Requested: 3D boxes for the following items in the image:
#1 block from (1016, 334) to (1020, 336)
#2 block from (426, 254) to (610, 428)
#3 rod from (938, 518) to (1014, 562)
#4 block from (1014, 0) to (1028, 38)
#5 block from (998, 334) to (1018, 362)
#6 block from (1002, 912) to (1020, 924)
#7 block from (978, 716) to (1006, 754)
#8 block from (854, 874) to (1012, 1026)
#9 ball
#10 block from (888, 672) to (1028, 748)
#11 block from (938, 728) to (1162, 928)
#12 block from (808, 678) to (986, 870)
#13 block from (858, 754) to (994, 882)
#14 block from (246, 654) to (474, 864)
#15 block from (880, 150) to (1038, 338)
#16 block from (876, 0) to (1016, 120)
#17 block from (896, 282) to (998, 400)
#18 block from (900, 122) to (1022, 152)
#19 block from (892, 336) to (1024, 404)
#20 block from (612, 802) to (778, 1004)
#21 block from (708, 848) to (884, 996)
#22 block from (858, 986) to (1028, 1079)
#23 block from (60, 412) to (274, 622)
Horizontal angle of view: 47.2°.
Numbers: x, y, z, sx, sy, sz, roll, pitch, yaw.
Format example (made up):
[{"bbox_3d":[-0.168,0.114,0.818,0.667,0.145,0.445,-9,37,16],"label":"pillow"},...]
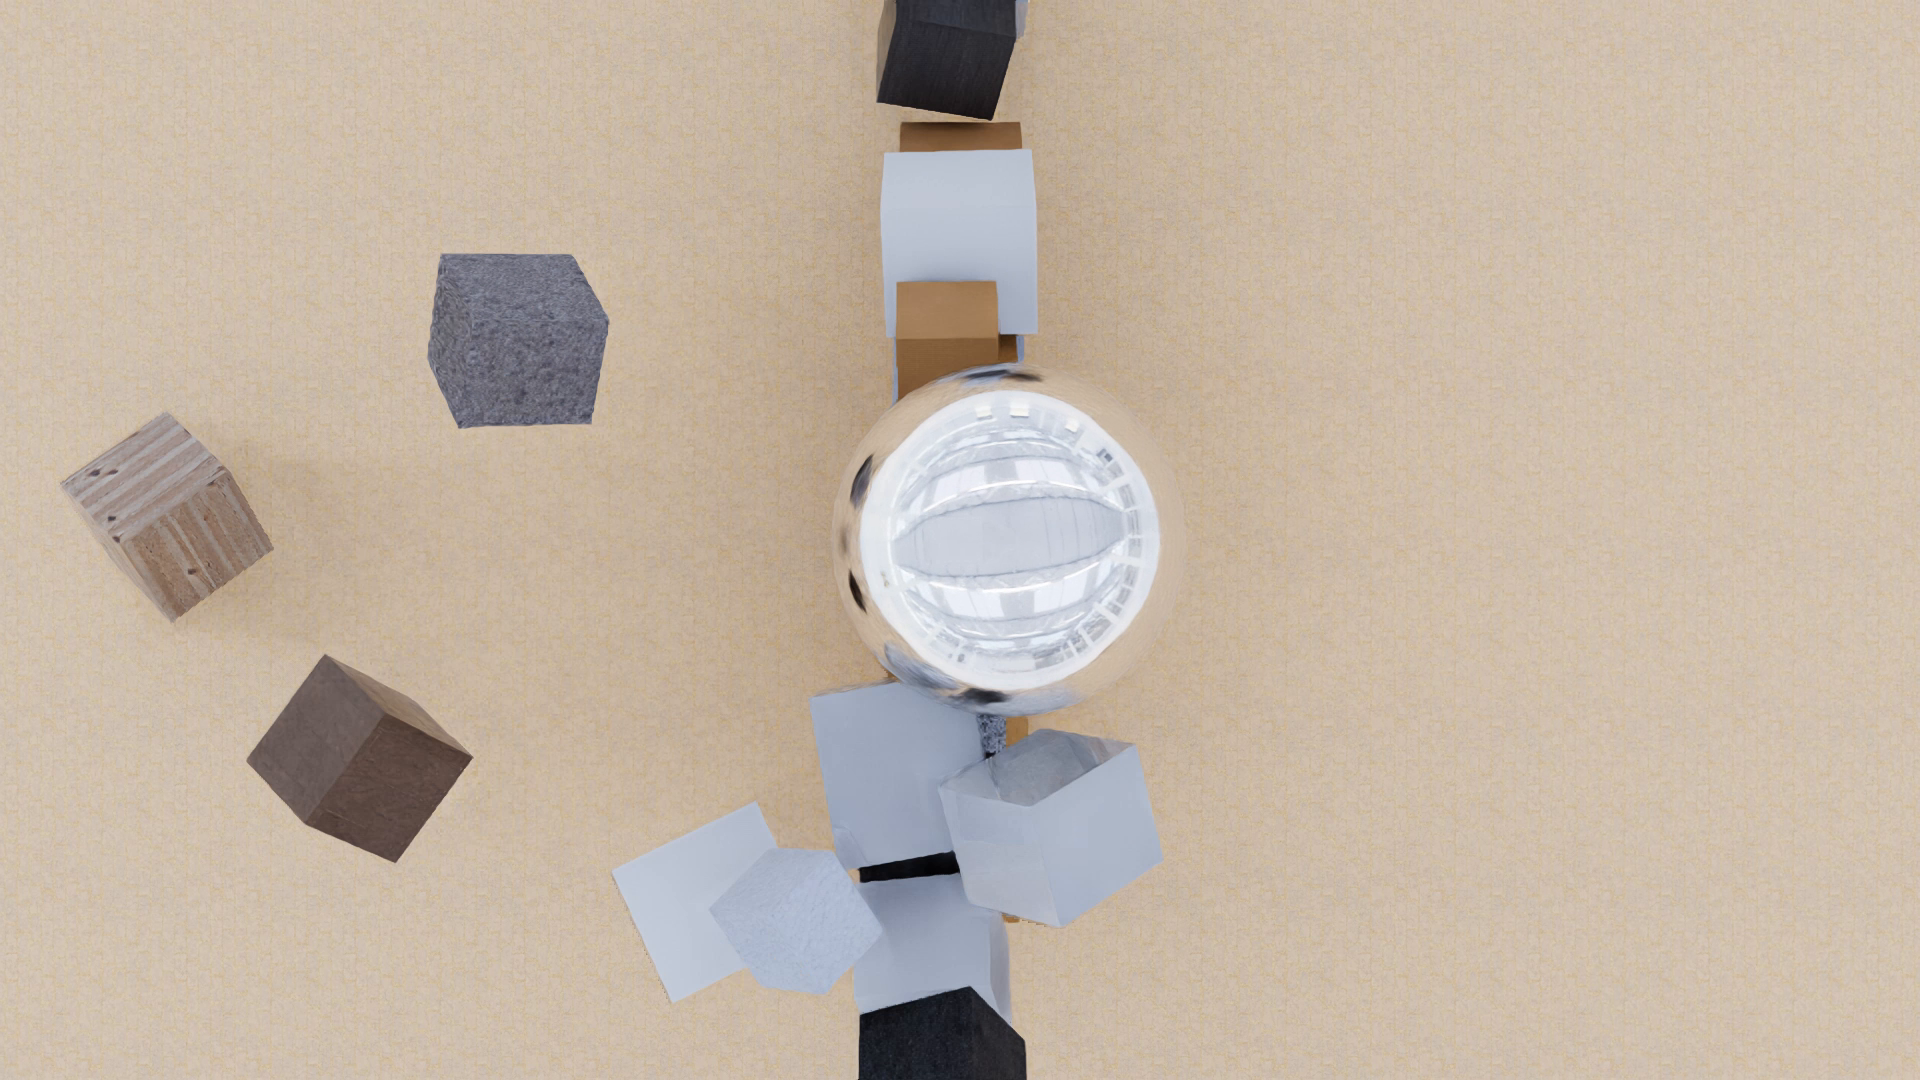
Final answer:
[{"bbox_3d":[0.003,-1.145,12.715,0.662,0.571,0.709,0,90,0],"label":"block"},{"bbox_3d":[-2.184,-0.986,10.824,0.669,0.627,0.600,-4,128,-28],"label":"block"},{"bbox_3d":[0.094,0.000,6.503,0.080,5.200,0.080,0,90,2],"label":"rod"},{"bbox_3d":[0.014,-3.306,12.577,0.712,0.843,0.684,-1,90,0],"label":"block"},{"bbox_3d":[0.016,-0.765,11.400,0.563,0.532,0.590,-2,50,0],"label":"block"},{"bbox_3d":[-0.012,1.767,12.617,0.671,0.760,0.741,-1,90,0],"label":"block"},{"bbox_3d":[-0.028,0.840,11.979,0.562,0.569,0.569,3,90,0],"label":"block"},{"bbox_3d":[-0.132,2.197,11.325,0.688,0.713,0.650,-7,50,7],"label":"block"},{"bbox_3d":[0.216,0.000,9.901,1.600,1.600,1.600,0,90,0],"label":"ball"},{"bbox_3d":[-0.009,0.930,12.632,0.778,0.737,0.931,-1,90,0],"label":"block"},{"bbox_3d":[0.434,1.354,10.482,0.707,0.650,0.614,-26,109,-37],"label":"block"},{"bbox_3d":[-0.271,1.134,11.129,0.790,0.794,0.857,-10,89,0],"label":"block"},{"bbox_3d":[-0.137,1.536,11.874,0.789,0.716,0.754,-2,88,1],"label":"block"},{"bbox_3d":[-3.195,1.166,11.718,0.668,0.686,0.696,33,85,39],"label":"block"},{"bbox_3d":[0.000,-1.537,11.330,0.768,0.816,0.688,-1,119,1],"label":"block"},{"bbox_3d":[-0.082,-2.746,11.947,0.645,0.580,0.597,7,51,-10],"label":"block"},{"bbox_3d":[-0.061,-0.966,10.900,0.496,0.448,0.443,-1,134,0],"label":"block"},{"bbox_3d":[0.006,-1.875,11.991,0.658,0.669,0.612,0,119,0],"label":"block"},{"bbox_3d":[-0.009,-0.751,12.111,0.703,0.636,0.696,0,90,0],"label":"block"},{"bbox_3d":[-1.225,1.810,11.044,0.775,0.663,0.706,-25,84,-8],"label":"block"},{"bbox_3d":[-0.772,1.789,10.354,0.445,0.518,0.485,-43,112,-34],"label":"block"},{"bbox_3d":[-0.078,2.748,10.887,0.620,0.641,0.736,-18,47,19],"label":"block"},{"bbox_3d":[-4.466,-0.132,12.417,0.701,0.701,0.677,-40,56,-22],"label":"block"}]
